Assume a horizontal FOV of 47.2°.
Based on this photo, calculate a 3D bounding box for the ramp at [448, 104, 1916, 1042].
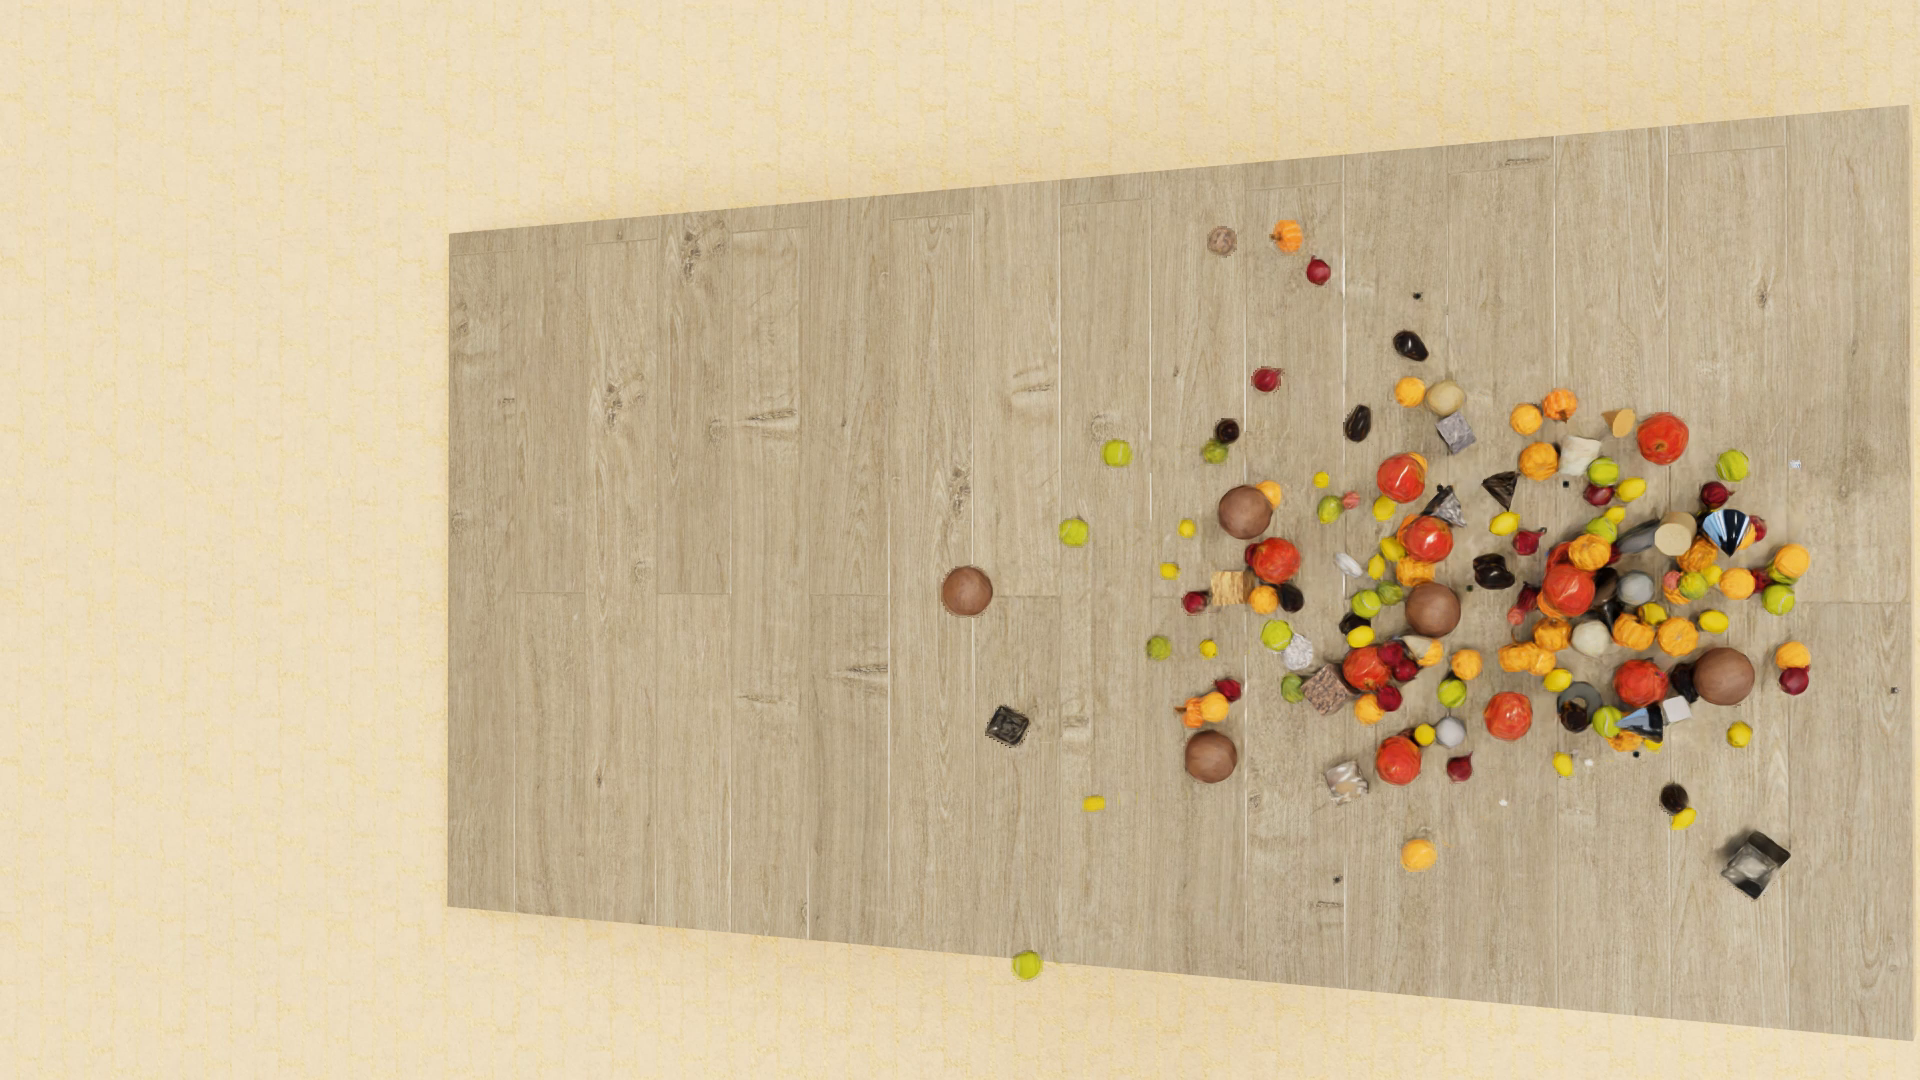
[{"bbox_3d":[0.278,0.078,5.659,4.000,0.100,2.000,0,89,27],"label":"ramp"}]

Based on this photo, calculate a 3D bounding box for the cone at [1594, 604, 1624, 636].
[{"bbox_3d":[1.451,0.181,4.896,0.067,0.067,0.067,-5,76,0],"label":"cone"}]

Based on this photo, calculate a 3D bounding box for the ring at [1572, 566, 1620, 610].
[{"bbox_3d":[1.431,0.110,4.949,0.120,0.120,0.040,-46,109,0],"label":"ring"}]

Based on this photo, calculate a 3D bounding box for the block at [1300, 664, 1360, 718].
[{"bbox_3d":[0.882,0.357,5.236,0.089,0.089,0.089,-43,71,20],"label":"block"}]

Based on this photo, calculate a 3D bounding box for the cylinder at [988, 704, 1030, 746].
[{"bbox_3d":[0.123,0.471,5.581,0.078,0.078,0.078,29,89,17],"label":"cylinder"}]

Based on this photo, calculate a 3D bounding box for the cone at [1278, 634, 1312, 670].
[{"bbox_3d":[0.793,0.271,5.285,0.087,0.087,0.087,0,89,27],"label":"cone"}]

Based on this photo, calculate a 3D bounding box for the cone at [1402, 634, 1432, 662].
[{"bbox_3d":[1.039,0.234,5.049,0.065,0.065,0.065,32,89,-7],"label":"cone"}]

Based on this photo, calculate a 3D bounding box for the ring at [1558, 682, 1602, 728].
[{"bbox_3d":[1.407,0.373,4.992,0.104,0.035,0.104,0,91,37],"label":"ring"}]

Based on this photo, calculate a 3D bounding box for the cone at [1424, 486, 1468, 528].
[{"bbox_3d":[1.149,-0.059,5.127,0.097,0.097,0.097,41,90,-6],"label":"cone"}]

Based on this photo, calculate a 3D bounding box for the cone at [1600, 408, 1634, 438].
[{"bbox_3d":[1.474,-0.276,4.970,0.069,0.069,0.069,-15,120,-27],"label":"cone"}]

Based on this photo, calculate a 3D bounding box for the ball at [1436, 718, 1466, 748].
[{"bbox_3d":[1.140,0.447,5.112,0.070,0.070,0.070,0,89,0],"label":"ball"}]

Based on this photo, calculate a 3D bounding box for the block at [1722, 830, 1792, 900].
[{"bbox_3d":[1.729,0.705,4.776,0.089,0.089,0.089,38,134,23],"label":"block"}]

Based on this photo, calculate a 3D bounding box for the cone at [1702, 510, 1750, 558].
[{"bbox_3d":[1.631,0.005,4.666,0.100,0.100,0.100,6,131,7],"label":"cone"}]

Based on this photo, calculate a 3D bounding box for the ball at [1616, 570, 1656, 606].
[{"bbox_3d":[1.499,0.107,4.877,0.082,0.082,0.082,0,89,0],"label":"ball"}]

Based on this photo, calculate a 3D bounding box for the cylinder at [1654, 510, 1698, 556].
[{"bbox_3d":[1.536,-0.014,4.717,0.076,0.076,0.076,11,116,24],"label":"cylinder"}]

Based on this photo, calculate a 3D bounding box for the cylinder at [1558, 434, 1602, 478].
[{"bbox_3d":[1.400,-0.190,4.973,0.084,0.084,0.084,9,98,0],"label":"cylinder"}]

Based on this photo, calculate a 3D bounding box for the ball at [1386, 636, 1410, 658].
[{"bbox_3d":[1.031,0.253,5.180,0.054,0.054,0.054,0,89,0],"label":"ball"}]

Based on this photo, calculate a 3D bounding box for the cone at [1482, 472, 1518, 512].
[{"bbox_3d":[1.256,-0.101,5.074,0.084,0.084,0.084,-20,108,0],"label":"cone"}]

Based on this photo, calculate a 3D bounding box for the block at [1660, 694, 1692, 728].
[{"bbox_3d":[1.585,0.380,4.880,0.051,0.051,0.051,-17,73,-2],"label":"block"}]

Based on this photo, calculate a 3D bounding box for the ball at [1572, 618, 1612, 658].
[{"bbox_3d":[1.412,0.220,4.918,0.087,0.087,0.087,0,89,0],"label":"ball"}]

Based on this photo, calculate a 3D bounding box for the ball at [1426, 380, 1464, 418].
[{"bbox_3d":[1.129,-0.329,5.117,0.088,0.088,0.088,0,89,0],"label":"ball"}]

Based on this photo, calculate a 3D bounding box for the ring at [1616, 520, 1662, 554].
[{"bbox_3d":[1.513,-0.007,4.869,0.123,0.123,0.041,-27,94,0],"label":"ring"}]

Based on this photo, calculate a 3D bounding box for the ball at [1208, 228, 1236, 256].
[{"bbox_3d":[0.641,-0.731,5.386,0.066,0.066,0.066,0,89,0],"label":"ball"}]

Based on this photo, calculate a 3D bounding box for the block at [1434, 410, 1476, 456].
[{"bbox_3d":[1.151,-0.248,5.103,0.063,0.063,0.063,-32,62,7],"label":"block"}]

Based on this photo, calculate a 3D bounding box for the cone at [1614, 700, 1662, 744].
[{"bbox_3d":[1.469,0.399,4.787,0.096,0.096,0.096,-4,89,5],"label":"cone"}]

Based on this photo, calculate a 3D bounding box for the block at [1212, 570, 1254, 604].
[{"bbox_3d":[0.665,0.116,5.357,0.080,0.080,0.080,-2,89,27],"label":"block"}]
